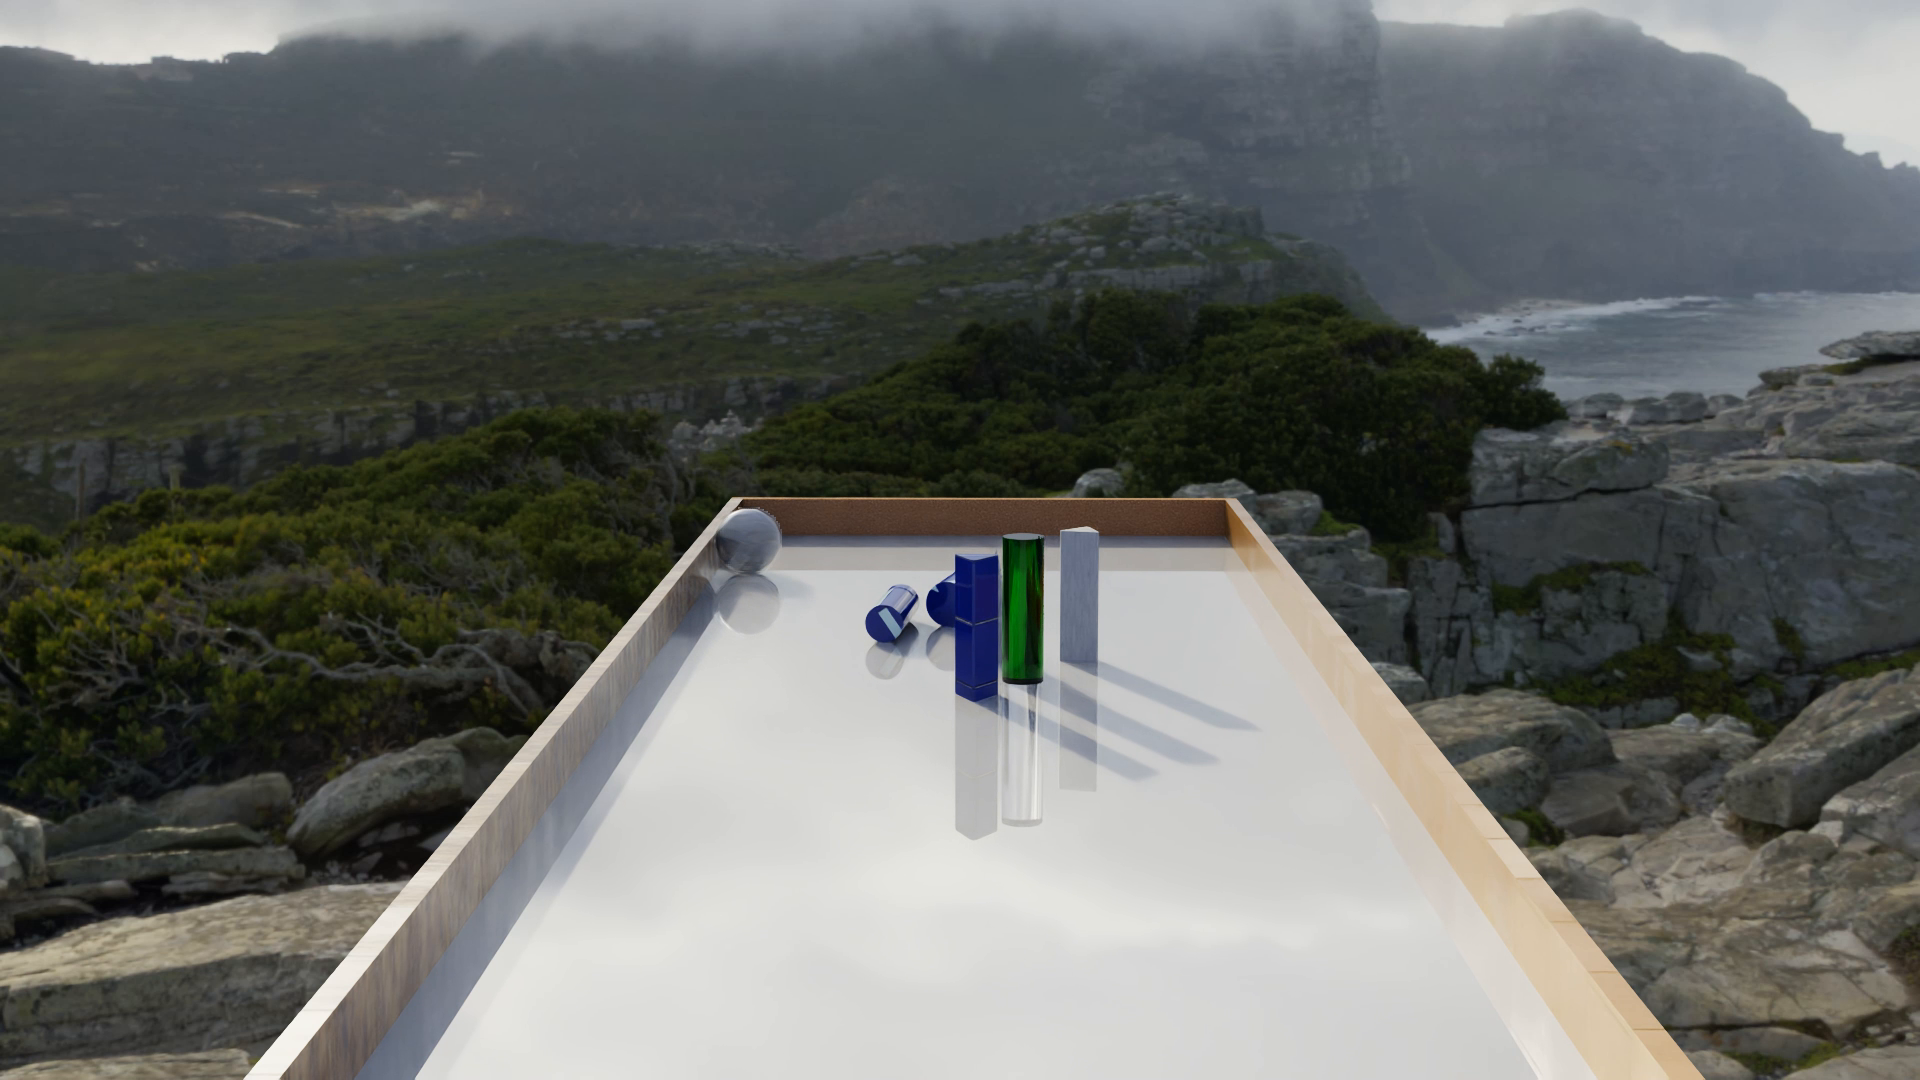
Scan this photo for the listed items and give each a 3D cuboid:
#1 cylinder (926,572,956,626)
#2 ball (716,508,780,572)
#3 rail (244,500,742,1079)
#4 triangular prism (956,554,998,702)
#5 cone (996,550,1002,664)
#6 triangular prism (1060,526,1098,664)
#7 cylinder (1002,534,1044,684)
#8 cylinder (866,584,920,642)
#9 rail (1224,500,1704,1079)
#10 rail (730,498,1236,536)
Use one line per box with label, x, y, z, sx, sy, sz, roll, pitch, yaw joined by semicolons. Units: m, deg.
cylinder;0.005;0.182;7.383;0.150;0.150;0.377;2;9;14
ball;-0.793;0.001;8.232;0.241;0.241;0.241;0;9;0
rail;-1.004;0.839;3.234;0.050;0.150;12.000;0;9;1
triangular prism;0.030;0.242;6.198;0.104;0.402;0.120;6;11;35
cone;0.110;0.193;6.697;0.144;0.343;0.144;0;9;0
triangular prism;0.374;0.165;6.688;0.118;0.401;0.102;3;9;17
cylinder;0.183;0.200;6.389;0.121;0.426;0.121;0;9;0
cylinder;-0.218;0.236;7.136;0.121;0.121;0.374;1;9;7
rail;1.046;0.843;3.208;0.050;0.150;12.000;0;9;1
rail;0.099;-0.098;9.147;2.100;0.150;0.050;0;9;1
